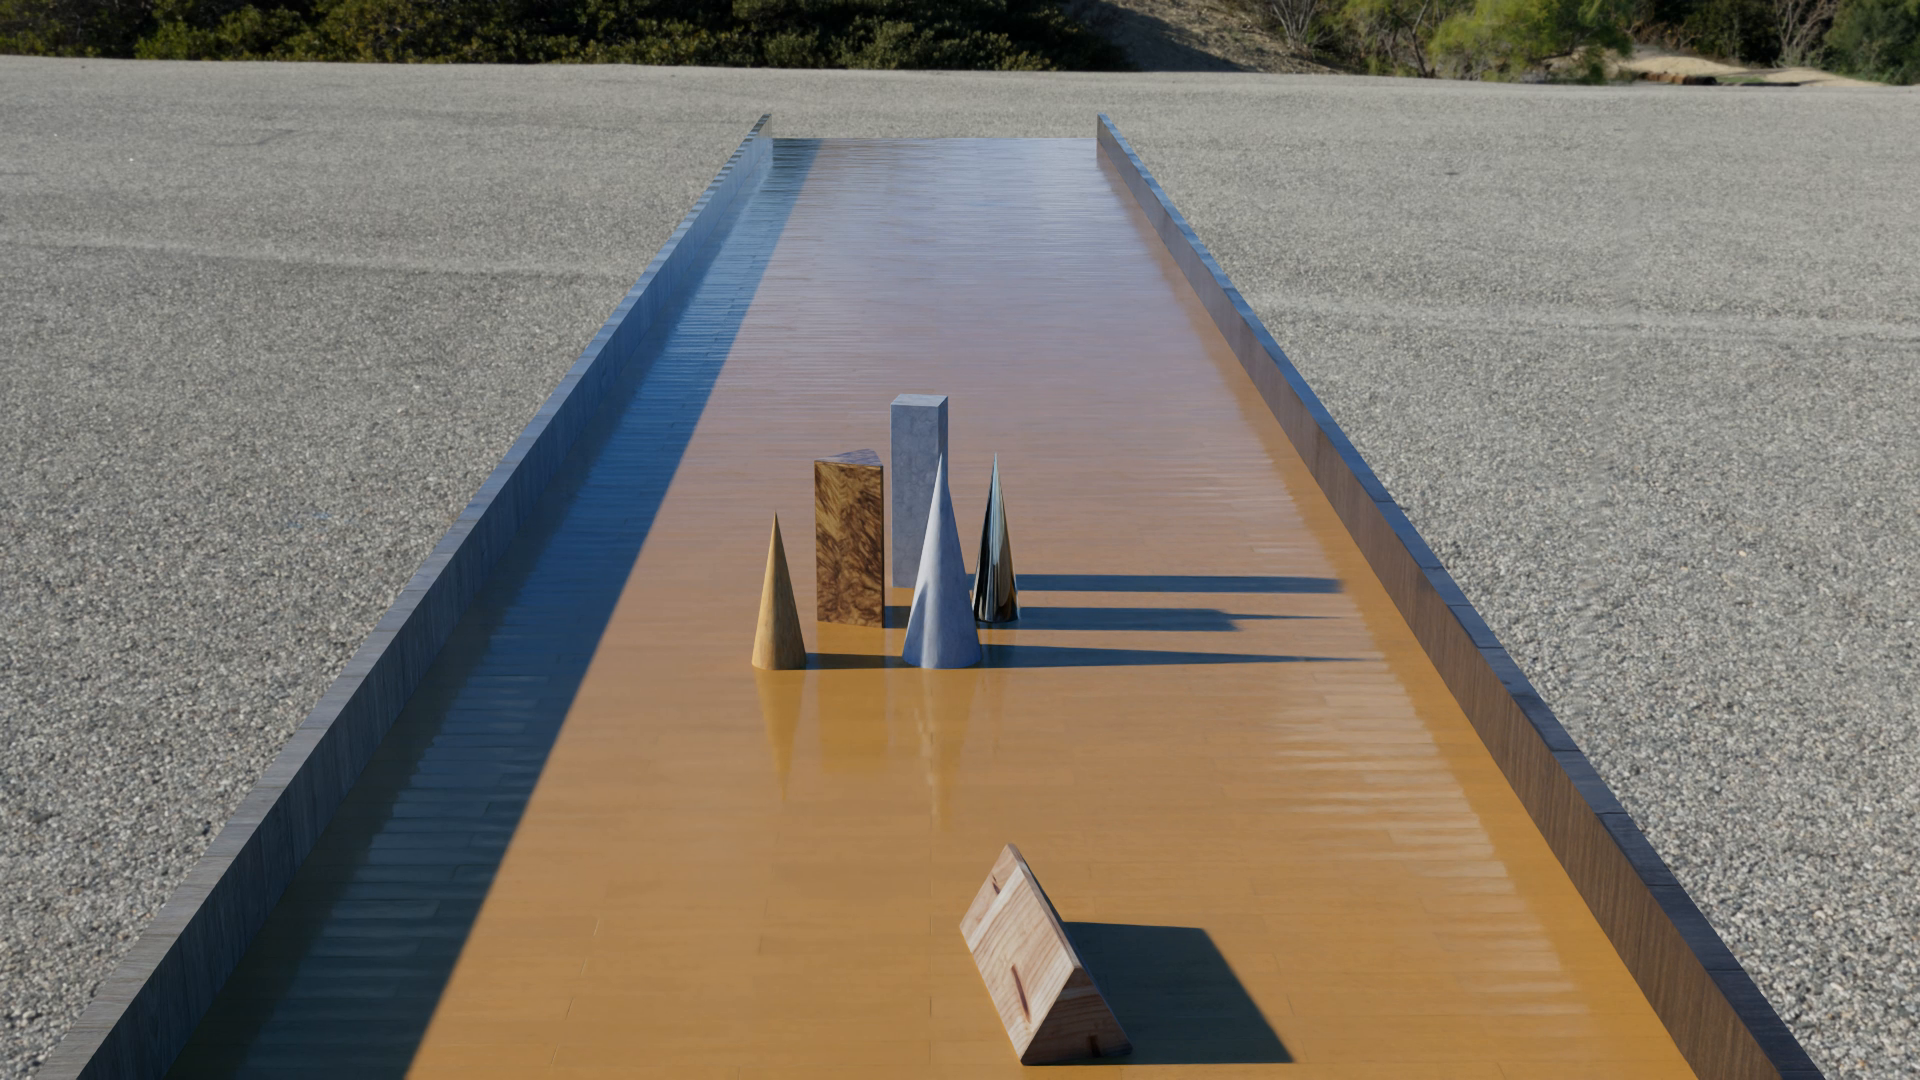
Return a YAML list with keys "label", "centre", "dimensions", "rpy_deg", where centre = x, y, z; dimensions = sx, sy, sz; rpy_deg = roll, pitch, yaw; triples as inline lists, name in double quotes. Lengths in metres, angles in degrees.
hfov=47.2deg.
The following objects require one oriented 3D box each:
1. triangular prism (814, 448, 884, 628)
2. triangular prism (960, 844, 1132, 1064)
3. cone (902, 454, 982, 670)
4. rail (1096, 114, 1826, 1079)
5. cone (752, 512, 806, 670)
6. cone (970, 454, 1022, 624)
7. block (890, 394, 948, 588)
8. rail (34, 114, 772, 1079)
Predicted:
- label: "triangular prism"
  centre: [-0.210, -0.008, 4.640]
  dimensions: [0.152, 0.350, 0.131]
  rpy_deg: [6, 17, 18]
- label: "triangular prism"
  centre: [0.115, 0.566, 3.079]
  dimensions: [0.153, 0.132, 0.399]
  rpy_deg: [-3, 17, -11]
- label: "cone"
  centre: [-0.036, 0.030, 4.381]
  dimensions: [0.161, 0.425, 0.161]
  rpy_deg: [0, 17, 0]
- label: "rail"
  centre: [0.932, -0.844, 7.801]
  dimensions: [0.050, 0.150, 12.000]
  rpy_deg: [0, 17, -1]
- label: "cone"
  centre: [-0.362, 0.091, 4.366]
  dimensions: [0.111, 0.317, 0.111]
  rpy_deg: [0, 17, 0]
- label: "cone"
  centre: [0.074, -0.014, 4.640]
  dimensions: [0.113, 0.361, 0.113]
  rpy_deg: [0, 17, 0]
- label: "block"
  centre: [-0.089, -0.106, 4.856]
  dimensions: [0.106, 0.415, 0.106]
  rpy_deg: [3, 17, 10]
- label: "rail"
  centre: [-1.118, -0.838, 7.780]
  dimensions: [0.050, 0.150, 12.000]
  rpy_deg: [0, 17, -1]
